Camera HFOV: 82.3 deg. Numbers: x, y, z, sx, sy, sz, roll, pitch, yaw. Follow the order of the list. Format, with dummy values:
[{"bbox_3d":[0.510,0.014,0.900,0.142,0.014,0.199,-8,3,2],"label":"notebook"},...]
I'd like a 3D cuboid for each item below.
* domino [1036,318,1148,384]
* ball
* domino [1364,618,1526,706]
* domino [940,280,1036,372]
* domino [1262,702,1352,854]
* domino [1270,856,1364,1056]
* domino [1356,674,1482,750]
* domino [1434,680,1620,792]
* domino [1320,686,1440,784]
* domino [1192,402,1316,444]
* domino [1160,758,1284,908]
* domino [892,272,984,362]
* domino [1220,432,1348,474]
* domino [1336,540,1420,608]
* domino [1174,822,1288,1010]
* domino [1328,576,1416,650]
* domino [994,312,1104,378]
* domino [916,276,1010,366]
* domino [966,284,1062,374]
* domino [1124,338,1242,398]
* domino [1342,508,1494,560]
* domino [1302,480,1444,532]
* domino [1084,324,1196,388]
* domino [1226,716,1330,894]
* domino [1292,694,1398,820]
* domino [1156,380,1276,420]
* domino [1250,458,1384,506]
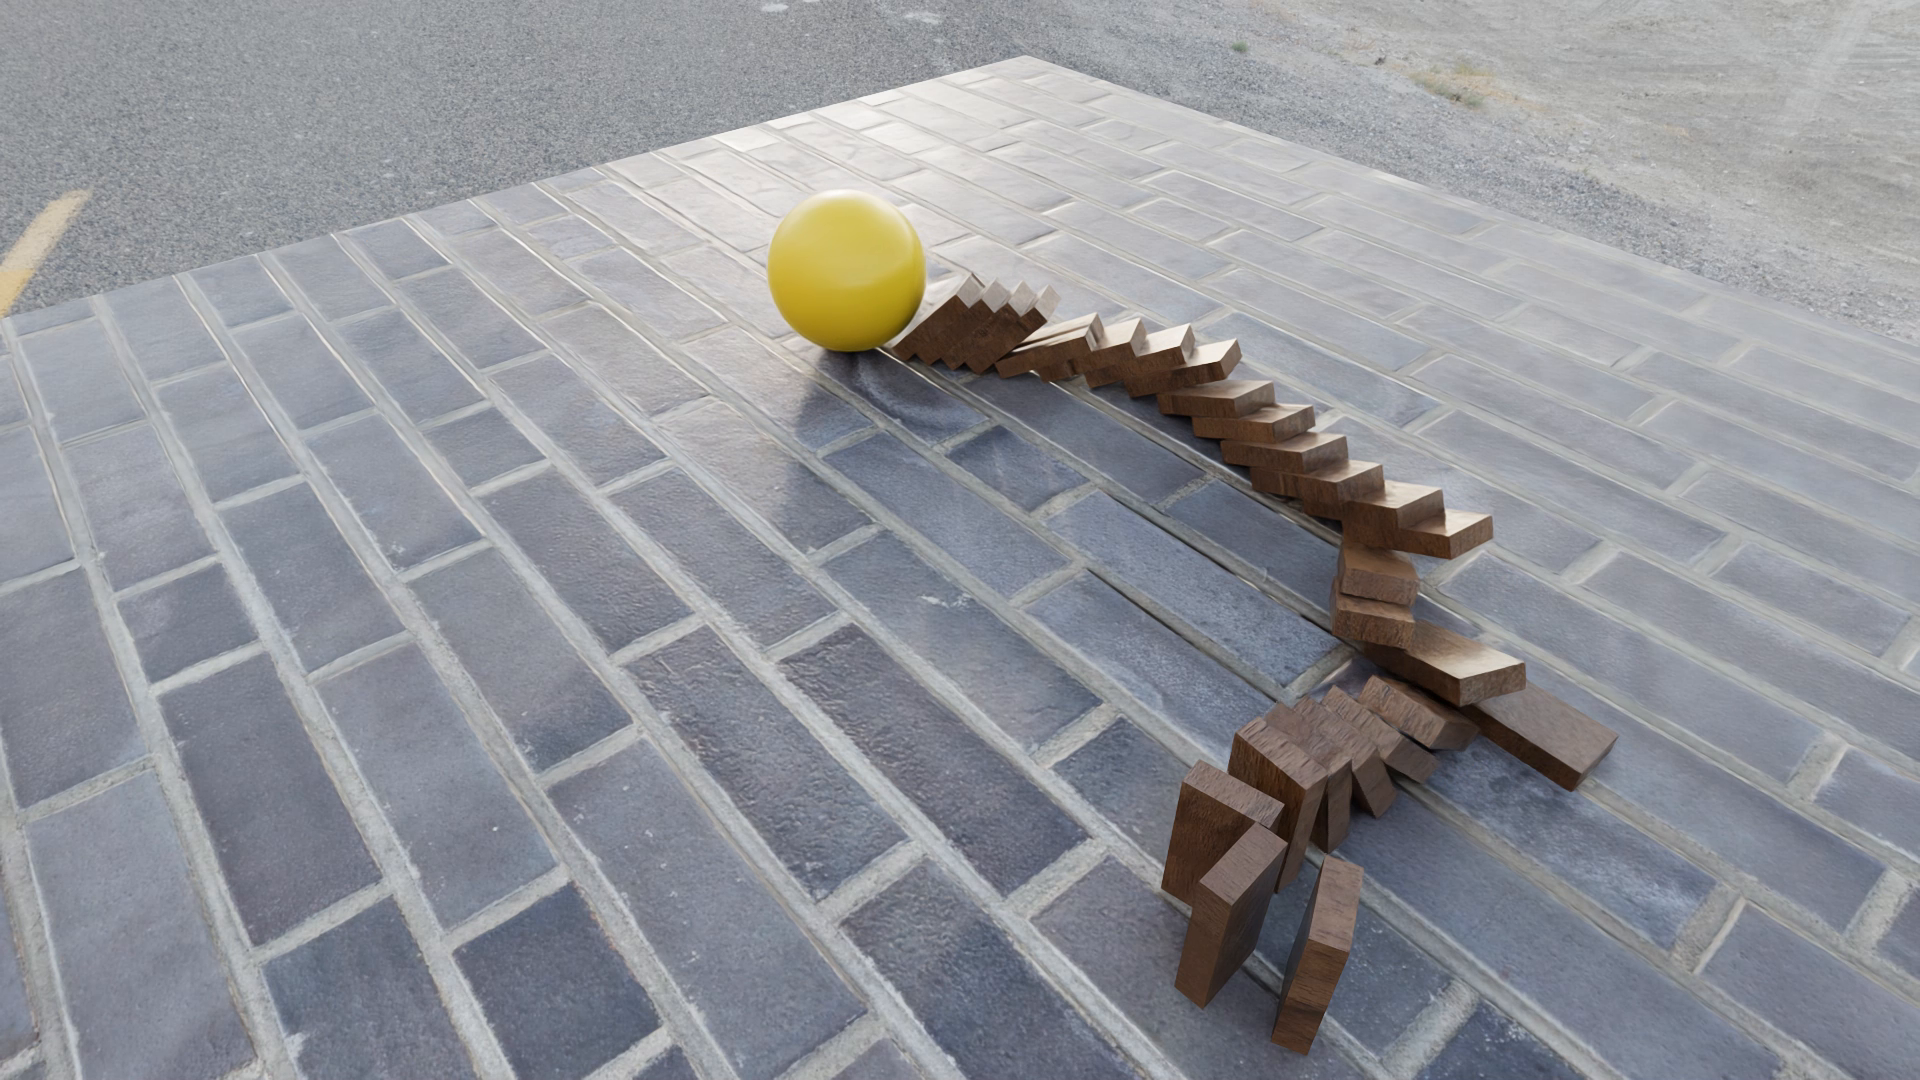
[{"bbox_3d":[0.065,-0.093,0.540,0.050,0.010,0.025,-11,32,31],"label":"domino"},{"bbox_3d":[-0.056,-0.135,0.552,0.080,0.080,0.080,0,39,0],"label":"ball"},{"bbox_3d":[0.165,0.041,0.377,0.025,0.010,0.050,-11,15,-13],"label":"domino"},{"bbox_3d":[0.014,-0.106,0.547,0.010,0.050,0.025,45,41,-15],"label":"domino"},{"bbox_3d":[0.102,0.071,0.324,0.010,0.050,0.025,-38,50,-14],"label":"domino"},{"bbox_3d":[0.091,0.107,0.281,0.009,0.050,0.025,15,42,18],"label":"domino"},{"bbox_3d":[0.148,0.056,0.352,0.025,0.010,0.050,36,12,36],"label":"domino"},{"bbox_3d":[0.189,0.060,0.370,0.025,0.010,0.050,-27,47,-29],"label":"domino"},{"bbox_3d":[0.131,0.061,0.342,0.025,0.050,0.010,40,98,38],"label":"domino"},{"bbox_3d":[0.131,-0.053,0.492,0.025,0.010,0.050,-23,20,-25],"label":"domino"},{"bbox_3d":[0.072,0.086,0.306,0.025,0.050,0.010,26,46,28],"label":"domino"},{"bbox_3d":[-0.011,-0.112,0.554,0.010,0.050,0.025,45,41,-15],"label":"domino"},{"bbox_3d":[0.139,-0.039,0.475,0.025,0.009,0.050,-20,18,-23],"label":"domino"},{"bbox_3d":[0.156,0.012,0.412,0.025,0.010,0.050,12,15,15],"label":"domino"},{"bbox_3d":[0.071,0.100,0.290,0.025,0.050,0.009,-32,49,-33],"label":"domino"},{"bbox_3d":[0.147,0.025,0.395,0.025,0.009,0.050,10,14,15],"label":"domino"},{"bbox_3d":[0.044,-0.096,0.543,0.050,0.009,0.025,-11,31,31],"label":"domino"},{"bbox_3d":[0.001,-0.109,0.550,0.009,0.050,0.025,45,41,-15],"label":"domino"},{"bbox_3d":[0.026,-0.104,0.544,0.010,0.050,0.025,45,41,-15],"label":"domino"},{"bbox_3d":[0.106,-0.082,0.525,0.050,0.009,0.025,-7,28,38],"label":"domino"},{"bbox_3d":[0.179,-0.005,0.433,0.025,0.010,0.050,-22,18,-25],"label":"domino"},{"bbox_3d":[0.166,-0.016,0.445,0.025,0.009,0.050,-20,18,-22],"label":"domino"},{"bbox_3d":[0.087,-0.089,0.535,0.050,0.010,0.025,-11,29,31],"label":"domino"},{"bbox_3d":[0.089,0.077,0.317,0.010,0.050,0.025,-27,46,-26],"label":"domino"},{"bbox_3d":[0.116,0.066,0.333,0.009,0.050,0.025,-47,52,-3],"label":"domino"},{"bbox_3d":[0.118,-0.066,0.508,0.025,0.010,0.050,-24,21,-27],"label":"domino"},{"bbox_3d":[0.148,-0.026,0.459,0.025,0.010,0.050,-20,18,-23],"label":"domino"}]
